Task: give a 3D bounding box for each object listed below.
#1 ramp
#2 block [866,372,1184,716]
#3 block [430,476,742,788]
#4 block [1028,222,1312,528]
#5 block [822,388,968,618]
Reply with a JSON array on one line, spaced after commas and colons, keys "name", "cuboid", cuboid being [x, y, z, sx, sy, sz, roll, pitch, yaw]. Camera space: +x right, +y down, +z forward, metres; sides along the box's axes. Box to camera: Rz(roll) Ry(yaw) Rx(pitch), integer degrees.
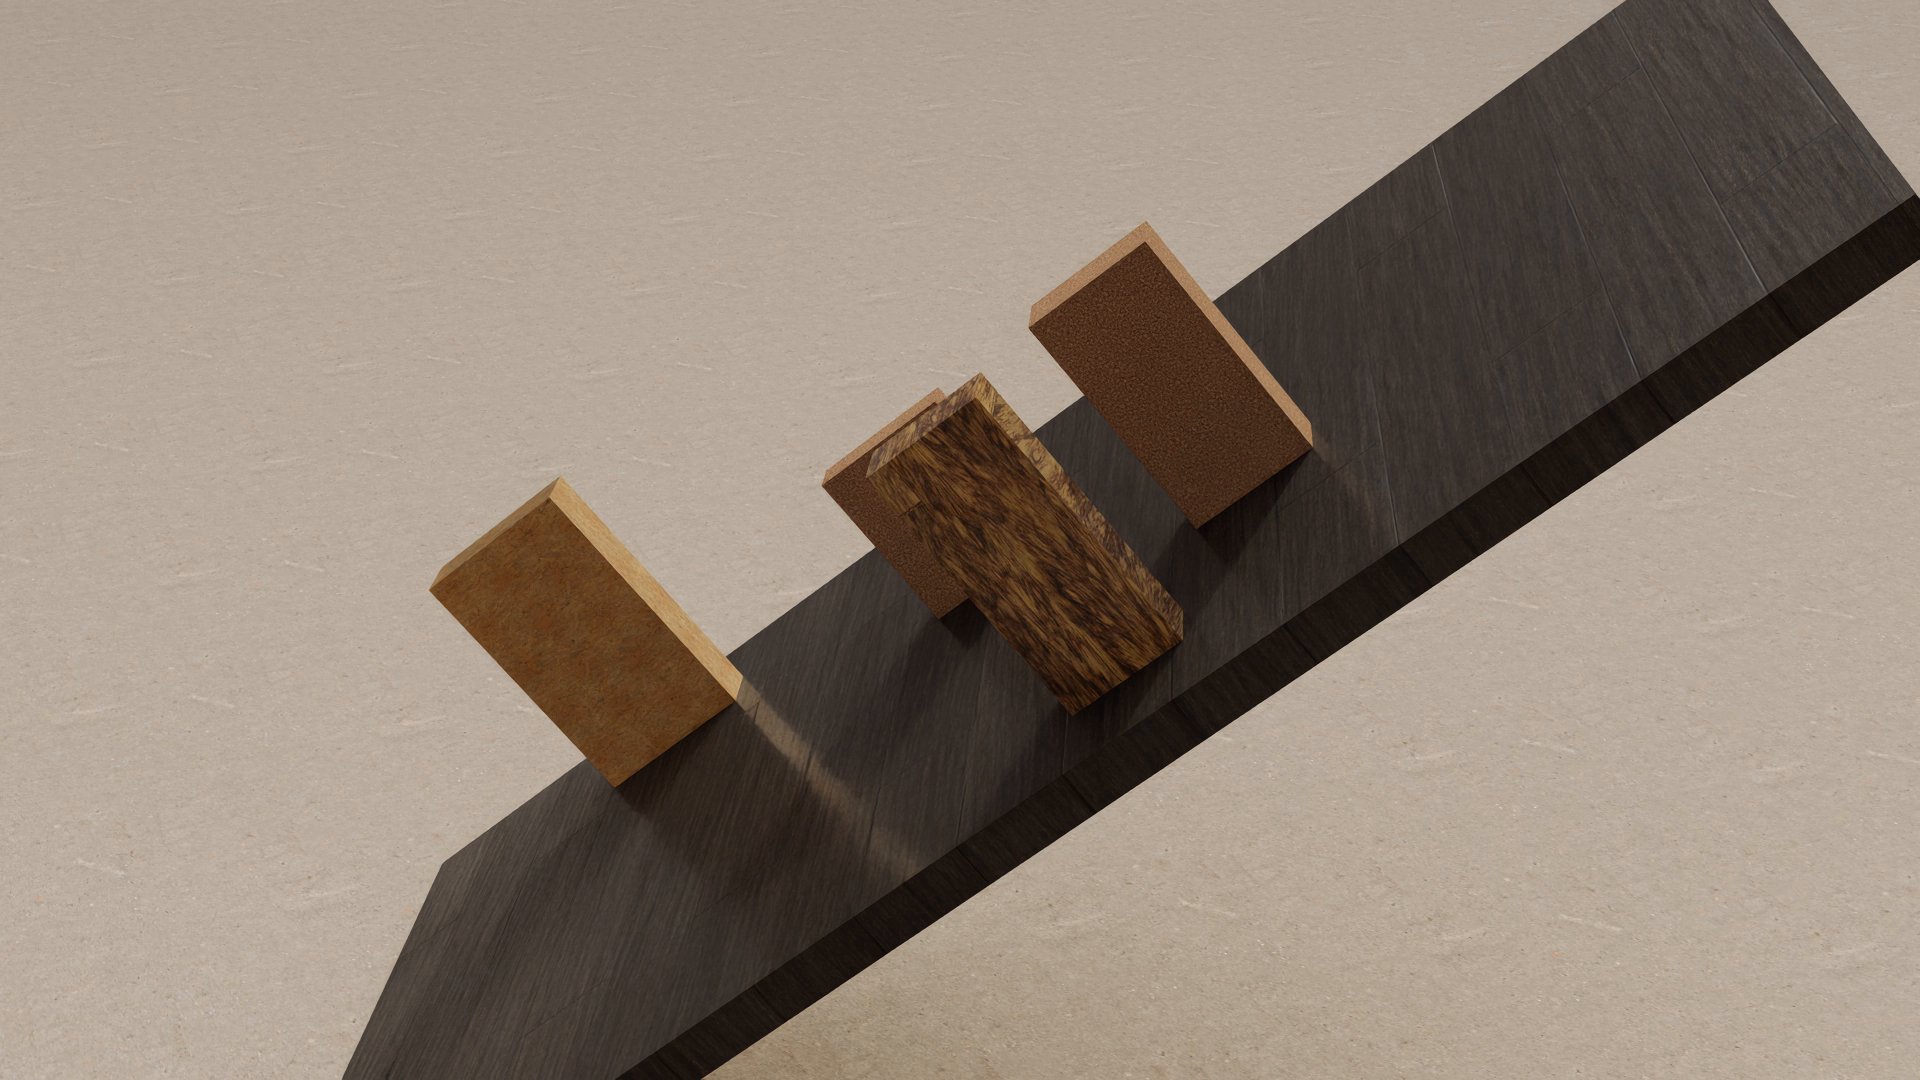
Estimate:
[{"name": "ramp", "cuboid": [0.121, 0.185, 6.339, 4.000, 0.100, 2.000, -36, 16, 18]}, {"name": "block", "cuboid": [0.125, 0.011, 5.480, 0.262, 0.610, 0.130, -36, 16, 18]}, {"name": "block", "cuboid": [-0.910, 0.229, 7.196, 0.400, 0.678, 0.134, -36, 16, 18]}, {"name": "block", "cuboid": [0.419, -0.324, 5.829, 0.289, 0.538, 0.132, -36, 16, 18]}, {"name": "block", "cuboid": [-0.048, -0.079, 6.508, 0.324, 0.407, 0.089, -36, 16, 18]}]
